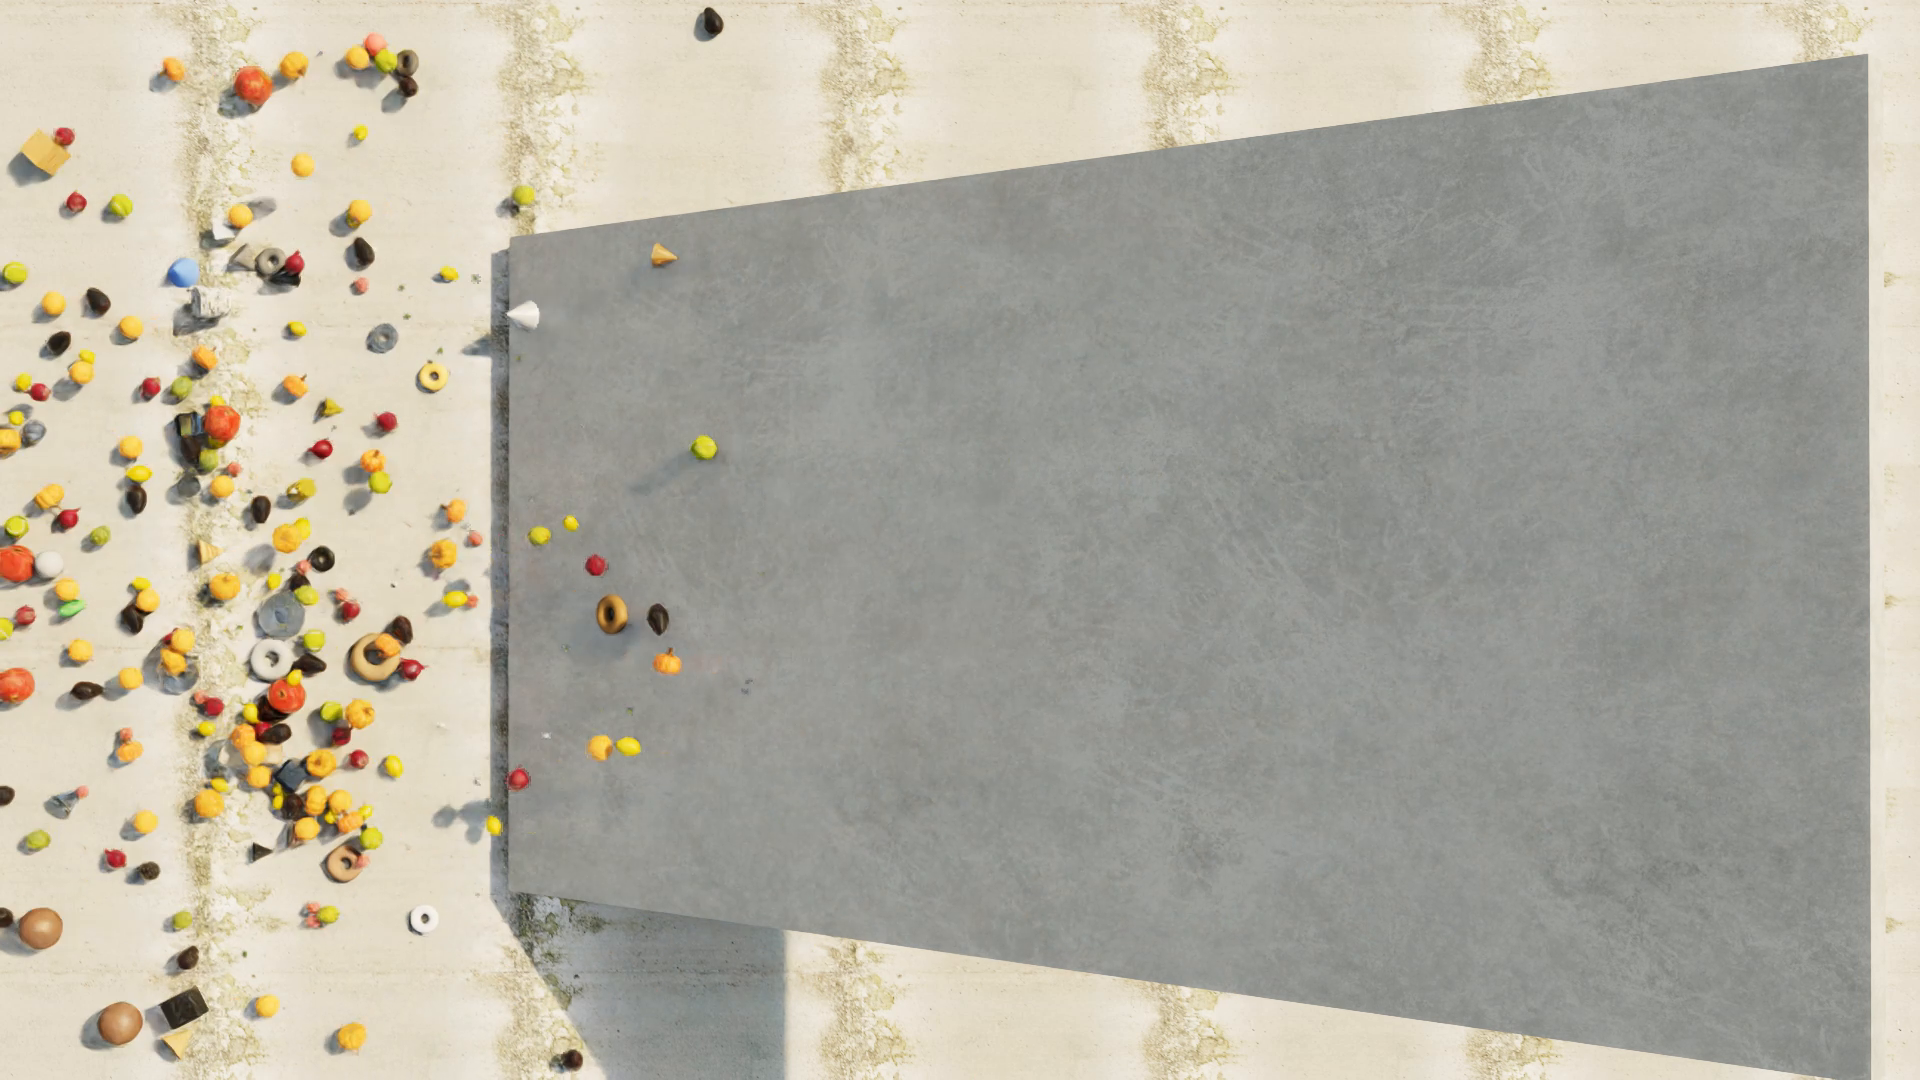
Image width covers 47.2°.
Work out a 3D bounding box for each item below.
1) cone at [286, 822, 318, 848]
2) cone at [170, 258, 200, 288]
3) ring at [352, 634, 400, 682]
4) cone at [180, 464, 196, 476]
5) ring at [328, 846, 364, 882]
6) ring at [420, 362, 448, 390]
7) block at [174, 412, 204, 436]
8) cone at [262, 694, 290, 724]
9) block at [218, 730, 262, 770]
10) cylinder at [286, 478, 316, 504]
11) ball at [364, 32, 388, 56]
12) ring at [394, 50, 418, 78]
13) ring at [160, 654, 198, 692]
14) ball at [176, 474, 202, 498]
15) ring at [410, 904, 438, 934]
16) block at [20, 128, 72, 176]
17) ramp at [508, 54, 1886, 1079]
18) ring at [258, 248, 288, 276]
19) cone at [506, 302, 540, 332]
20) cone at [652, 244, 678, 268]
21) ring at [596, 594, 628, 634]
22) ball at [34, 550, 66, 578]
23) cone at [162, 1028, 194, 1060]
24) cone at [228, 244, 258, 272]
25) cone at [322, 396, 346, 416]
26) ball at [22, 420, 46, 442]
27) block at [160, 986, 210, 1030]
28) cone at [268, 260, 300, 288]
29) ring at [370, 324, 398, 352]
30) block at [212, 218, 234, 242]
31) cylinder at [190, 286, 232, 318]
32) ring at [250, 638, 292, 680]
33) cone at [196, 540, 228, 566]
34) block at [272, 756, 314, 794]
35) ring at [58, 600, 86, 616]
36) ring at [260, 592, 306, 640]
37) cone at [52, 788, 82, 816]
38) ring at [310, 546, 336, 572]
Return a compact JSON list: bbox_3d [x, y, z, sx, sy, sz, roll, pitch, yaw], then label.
[{"bbox_3d":[-2.025,0.914,6.788,0.085,0.085,0.085,8,90,-27],"label":"cone"},{"bbox_3d":[-2.405,-0.829,6.771,0.096,0.096,0.096,0,90,0],"label":"cone"},{"bbox_3d":[-1.804,0.361,6.787,0.149,0.050,0.149,0,86,-1],"label":"ring"},{"bbox_3d":[-2.391,-0.210,6.790,0.050,0.050,0.050,0,90,0],"label":"cone"},{"bbox_3d":[-1.898,0.999,6.789,0.111,0.037,0.111,0,90,0],"label":"ring"},{"bbox_3d":[-1.627,-0.505,6.802,0.088,0.029,0.088,0,91,1],"label":"ring"},{"bbox_3d":[-2.377,-0.357,6.784,0.064,0.064,0.064,-8,90,0],"label":"block"},{"bbox_3d":[-2.133,0.542,6.789,0.094,0.094,0.094,43,116,0],"label":"cone"},{"bbox_3d":[-2.210,0.648,6.764,0.091,0.091,0.091,19,90,0],"label":"block"},{"bbox_3d":[-2.028,-0.151,6.770,0.064,0.064,0.064,-26,90,33],"label":"cylinder"},{"bbox_3d":[-1.802,-1.530,6.789,0.070,0.070,0.070,0,90,0],"label":"ball"},{"bbox_3d":[-1.712,-1.473,6.799,0.087,0.029,0.087,-2,85,22],"label":"ring"},{"bbox_3d":[-2.412,0.411,6.791,0.123,0.041,0.123,0,91,0],"label":"ring"},{"bbox_3d":[-2.375,-0.164,6.774,0.073,0.073,0.073,0,90,0],"label":"ball"},{"bbox_3d":[-1.654,1.169,6.791,0.089,0.030,0.089,0,88,4],"label":"ring"},{"bbox_3d":[-2.814,-1.195,6.768,0.087,0.087,0.087,42,90,16],"label":"block"},{"bbox_3d":[0.222,0.063,5.539,4.000,0.100,2.000,0,90,38],"label":"ramp"},{"bbox_3d":[-2.127,-0.859,6.804,0.094,0.031,0.094,0,87,2],"label":"ring"},{"bbox_3d":[-1.337,-0.679,6.646,0.093,0.093,0.093,0,90,38],"label":"cone"},{"bbox_3d":[-0.838,-0.810,6.294,0.068,0.068,0.068,8,90,11],"label":"cone"},{"bbox_3d":[-1.017,0.216,6.423,0.117,0.039,0.117,0,90,40],"label":"ring"},{"bbox_3d":[-2.801,0.075,6.763,0.090,0.090,0.090,0,90,0],"label":"ball"},{"bbox_3d":[-2.397,1.537,6.783,0.091,0.091,0.091,47,63,0],"label":"cone"},{"bbox_3d":[-2.202,-0.859,6.801,0.083,0.083,0.083,-43,117,0],"label":"cone"},{"bbox_3d":[-1.933,-0.405,6.802,0.066,0.066,0.066,13,90,-26],"label":"cone"},{"bbox_3d":[-2.854,-0.336,6.781,0.070,0.070,0.070,0,90,0],"label":"ball"},{"bbox_3d":[-2.383,1.437,6.758,0.090,0.090,0.090,-26,90,1],"label":"block"},{"bbox_3d":[-2.087,-0.809,6.759,0.085,0.085,0.085,-18,90,-37],"label":"cone"},{"bbox_3d":[-1.781,-0.627,6.804,0.088,0.029,0.088,0,88,0],"label":"ring"},{"bbox_3d":[-2.274,-0.955,6.784,0.057,0.057,0.057,-9,89,-19],"label":"block"},{"bbox_3d":[-2.295,-0.731,6.740,0.094,0.094,0.094,-7,90,-37],"label":"cylinder"},{"bbox_3d":[-2.126,0.369,6.790,0.132,0.044,0.132,0,91,1],"label":"ring"},{"bbox_3d":[-2.308,0.037,6.795,0.085,0.085,0.085,-4,90,-27],"label":"cone"},{"bbox_3d":[-2.052,0.723,6.771,0.076,0.076,0.076,42,90,0],"label":"block"},{"bbox_3d":[-2.733,0.209,6.771,0.083,0.083,0.028,-19,112,0],"label":"ring"},{"bbox_3d":[-2.093,0.235,6.789,0.143,0.048,0.143,0,89,-1],"label":"ring"},{"bbox_3d":[-2.743,0.795,6.790,0.082,0.082,0.082,45,63,0],"label":"cone"},{"bbox_3d":[-1.971,0.058,6.801,0.079,0.026,0.079,0,90,-1],"label":"ring"}]
